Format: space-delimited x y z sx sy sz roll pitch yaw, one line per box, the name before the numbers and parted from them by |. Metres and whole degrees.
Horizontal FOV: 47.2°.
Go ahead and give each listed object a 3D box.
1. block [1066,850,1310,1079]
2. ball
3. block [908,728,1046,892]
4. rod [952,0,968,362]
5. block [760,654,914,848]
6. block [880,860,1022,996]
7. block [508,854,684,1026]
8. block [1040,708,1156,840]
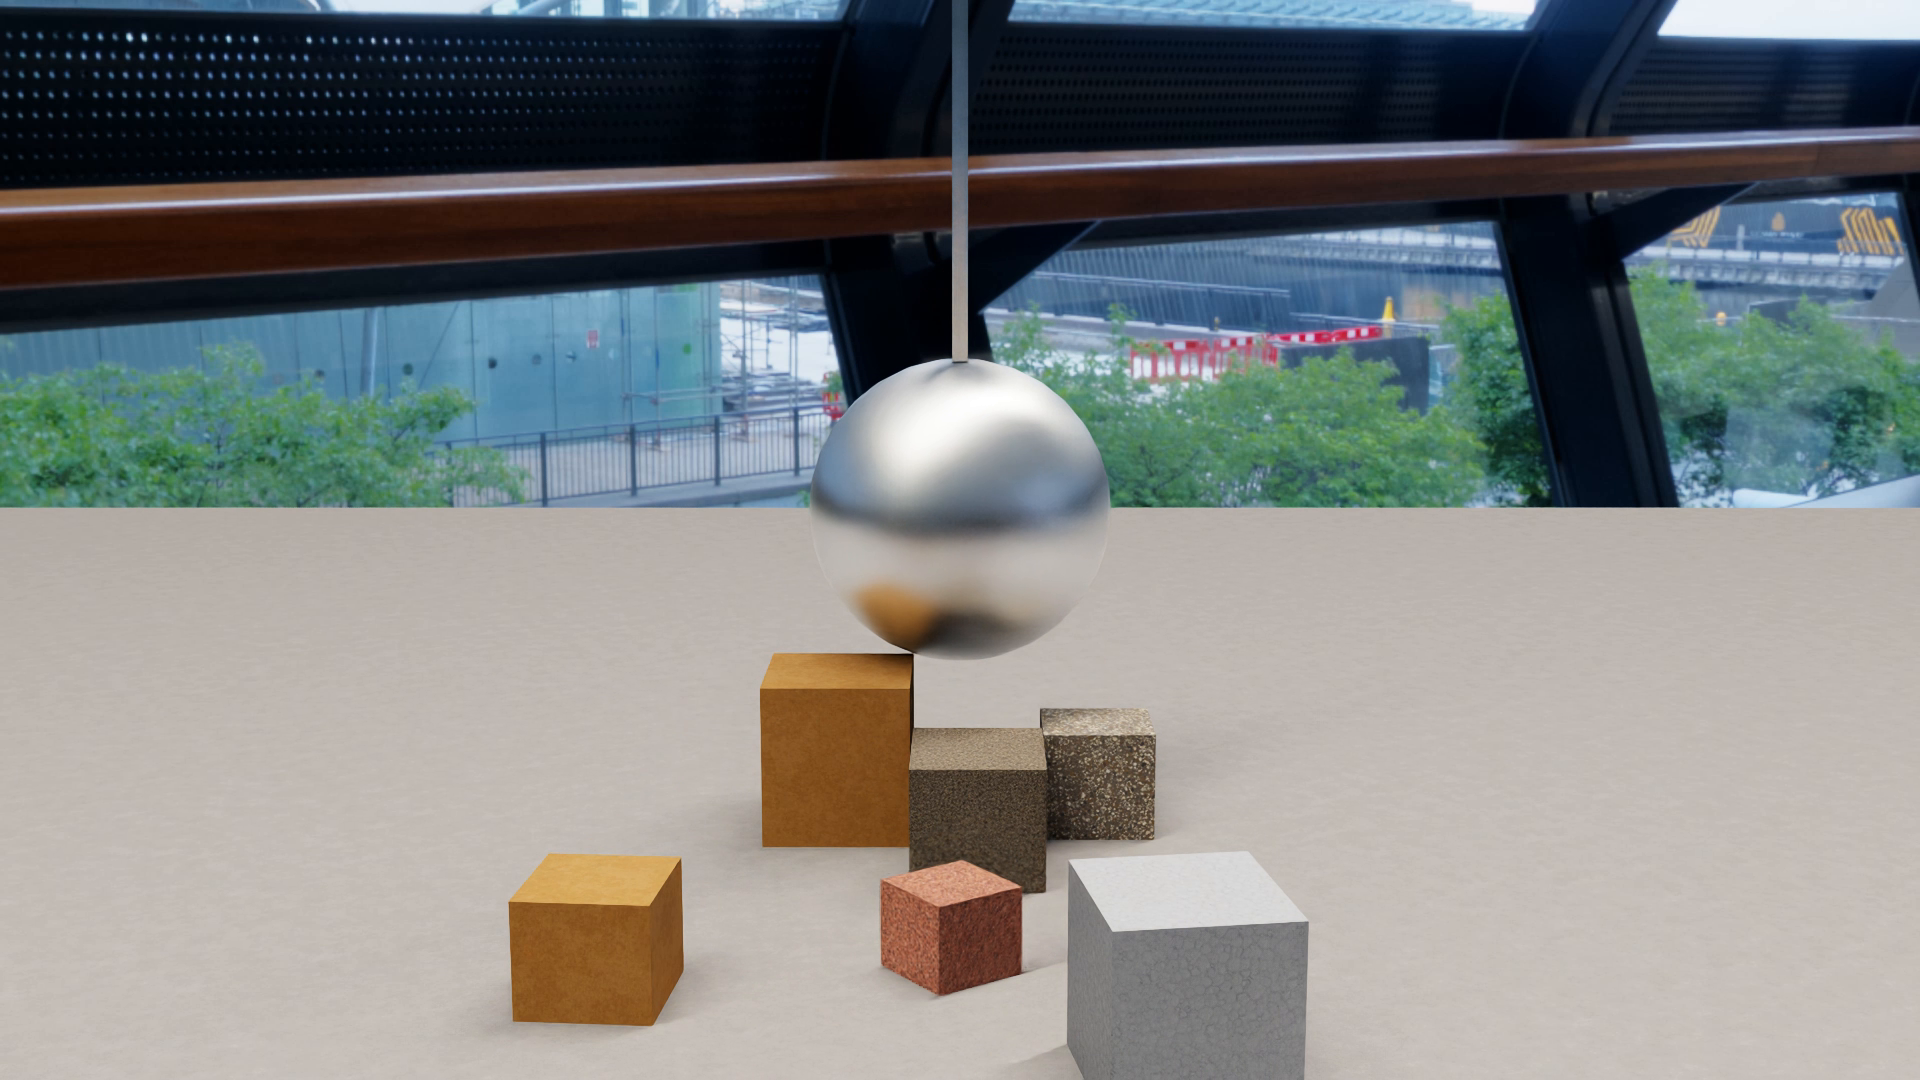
block | 0.833 1.672 8.254 0.716 0.757 0.796 -2 10 -8
ball | 0.000 -0.160 11.647 1.600 1.600 1.600 0 10 0
block | 0.086 1.304 10.709 0.646 0.603 0.748 0 10 0
rod | 0.000 -3.445 10.769 0.080 5.200 0.080 0 15 0
block | -0.620 1.073 11.368 0.744 0.821 0.764 0 10 0
block | -0.037 1.651 9.394 0.432 0.390 0.431 -7 13 -35
block | -1.494 1.644 9.106 0.572 0.506 0.608 1 10 5
block | 0.705 1.206 11.392 0.565 0.550 0.533 0 10 0
